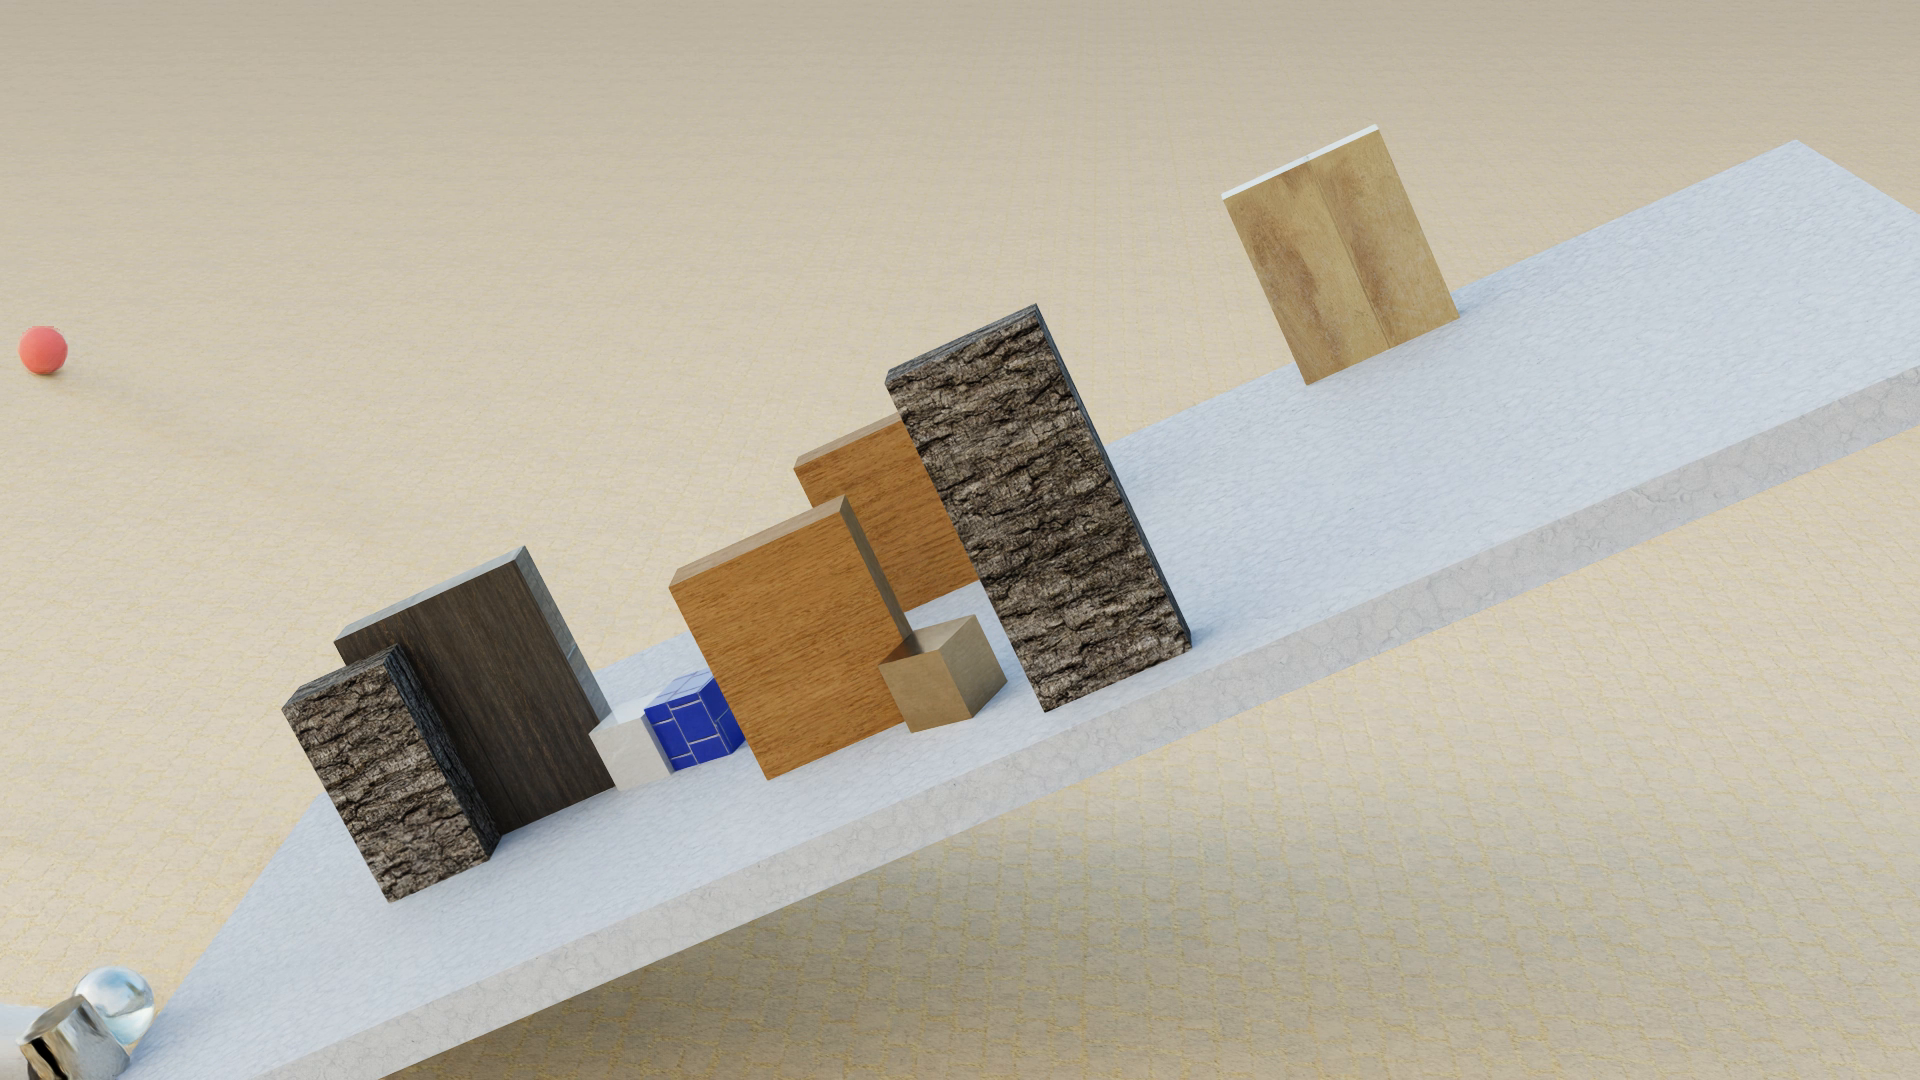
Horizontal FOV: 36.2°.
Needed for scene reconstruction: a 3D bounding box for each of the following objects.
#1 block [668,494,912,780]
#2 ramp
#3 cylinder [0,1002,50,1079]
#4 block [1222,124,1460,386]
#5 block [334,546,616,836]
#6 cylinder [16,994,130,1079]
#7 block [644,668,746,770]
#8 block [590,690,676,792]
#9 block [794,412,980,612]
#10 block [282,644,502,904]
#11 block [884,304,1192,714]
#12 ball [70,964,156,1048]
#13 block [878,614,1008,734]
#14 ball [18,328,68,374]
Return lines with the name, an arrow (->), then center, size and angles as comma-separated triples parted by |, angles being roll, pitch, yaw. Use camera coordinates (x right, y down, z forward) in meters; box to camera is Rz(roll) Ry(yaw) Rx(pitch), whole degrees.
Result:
block -> -0.305, 0.193, 5.821 | 0.372, 0.440, 0.131 | -24, 13, 9
ramp -> 0.135, 0.169, 6.282 | 4.000, 0.100, 2.000 | -24, 13, 9
cylinder -> -1.972, 1.056, 6.119 | 0.177, 0.177, 0.177 | 4, 16, 13
block -> 0.880, -0.657, 6.798 | 0.385, 0.480, 0.082 | -24, 13, 9
block -> -1.018, 0.350, 6.339 | 0.439, 0.540, 0.115 | -24, 13, 9
cylinder -> -1.808, 1.041, 5.993 | 0.162, 0.162, 0.162 | -29, 15, 9
block -> -0.543, 0.371, 6.220 | 0.151, 0.151, 0.151 | -18, 15, 29
block -> -0.672, 0.425, 6.273 | 0.142, 0.142, 0.142 | -18, 15, 30
block -> -0.158, -0.051, 6.575 | 0.272, 0.402, 0.111 | -24, 13, 9
block -> -1.204, 0.496, 6.256 | 0.243, 0.481, 0.148 | -24, 13, 9
block -> 0.147, -0.056, 5.389 | 0.298, 0.686, 0.115 | -24, 13, 9
ball -> -1.788, 0.984, 6.200 | 0.175, 0.175, 0.175 | 0, 16, 0
block -> -0.033, 0.259, 5.694 | 0.152, 0.152, 0.152 | -16, 16, 36
ball -> -3.971, -0.819, 12.735 | 0.205, 0.205, 0.205 | 0, 16, 0
